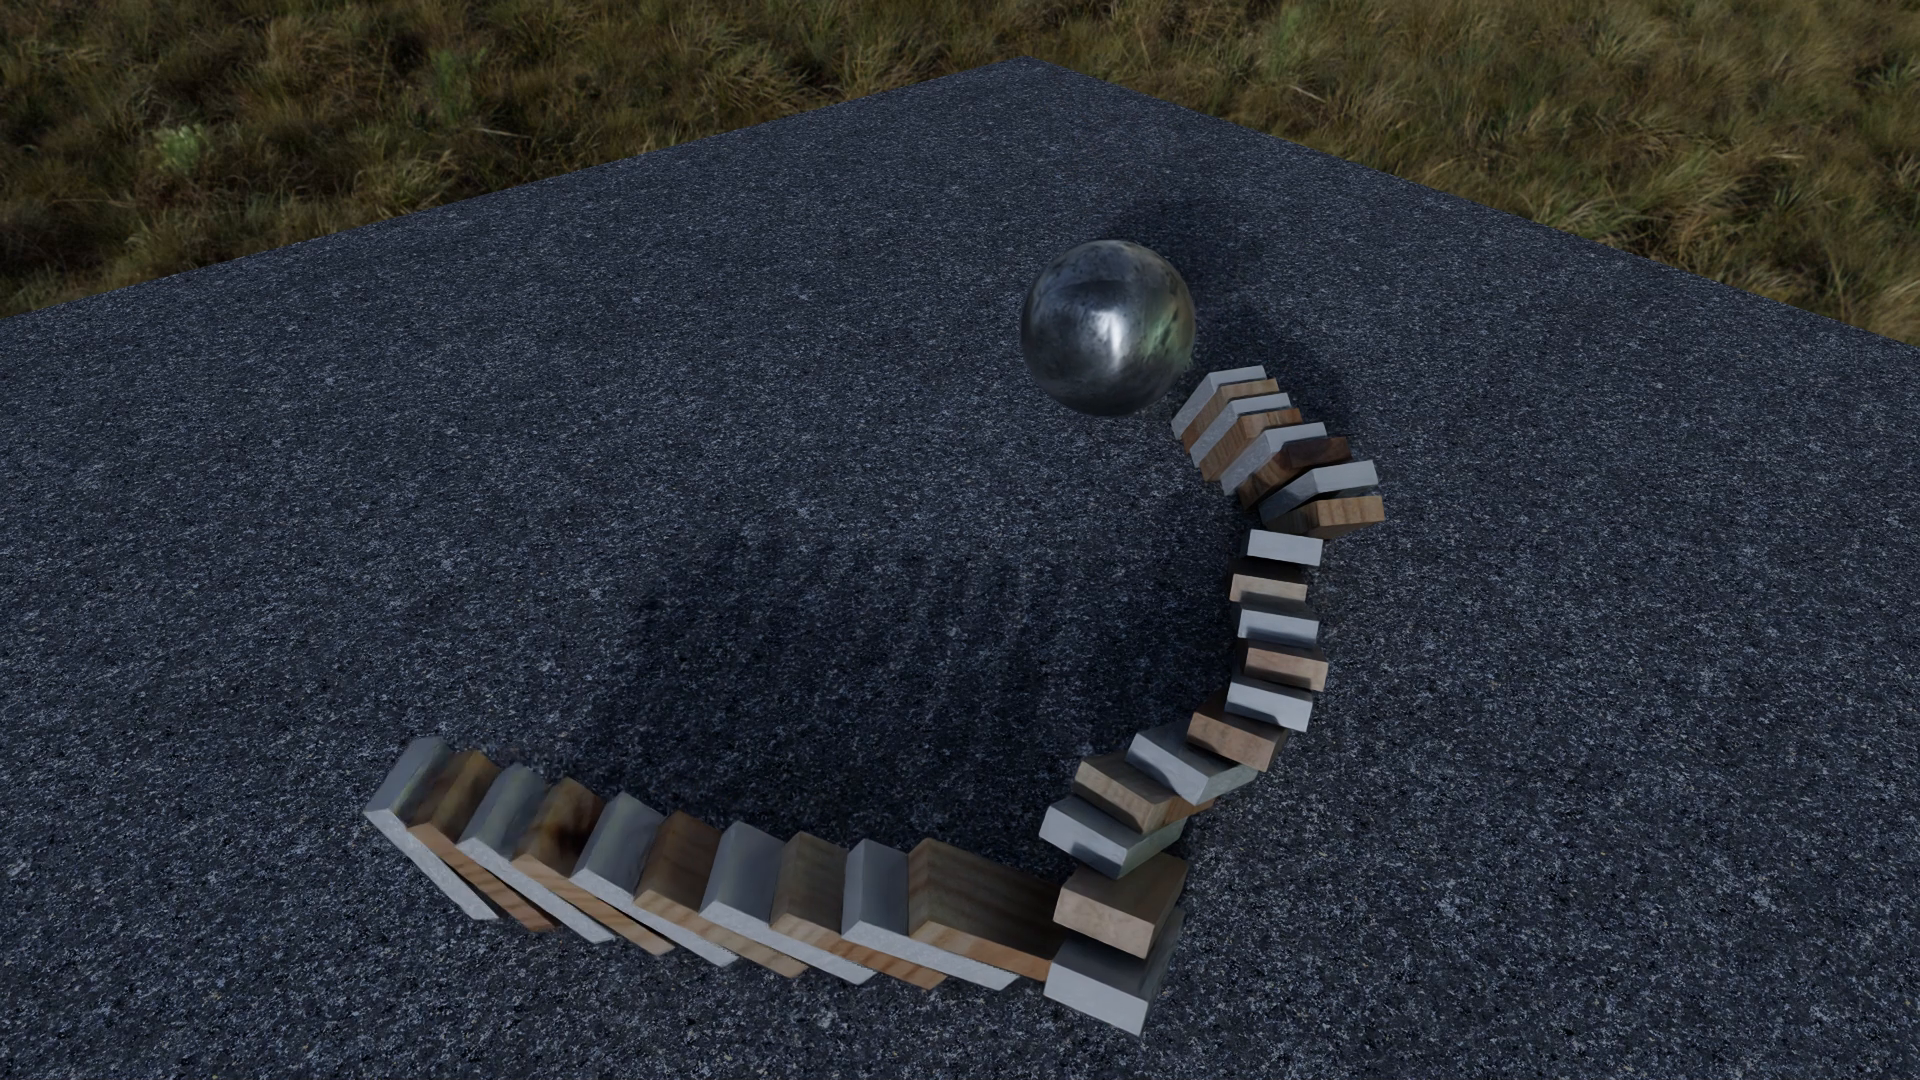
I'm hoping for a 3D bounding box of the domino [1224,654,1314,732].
[{"bbox_3d":[0.102,0.049,0.362,0.025,0.009,0.050,13,8,14],"label":"domino"}]

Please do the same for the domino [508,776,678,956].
[{"bbox_3d":[-0.097,0.091,0.306,0.010,0.050,0.025,-33,26,32],"label":"domino"}]

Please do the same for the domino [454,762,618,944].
[{"bbox_3d":[-0.113,0.088,0.308,0.010,0.050,0.025,-27,29,29],"label":"domino"}]

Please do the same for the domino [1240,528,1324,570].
[{"bbox_3d":[0.120,0.004,0.415,0.025,0.010,0.050,9,-1,11],"label":"domino"}]

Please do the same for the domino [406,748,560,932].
[{"bbox_3d":[-0.128,0.085,0.309,0.010,0.050,0.025,-19,33,25],"label":"domino"}]

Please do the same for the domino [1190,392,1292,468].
[{"bbox_3d":[0.119,-0.046,0.470,0.025,0.050,0.009,-10,73,-11],"label":"domino"}]

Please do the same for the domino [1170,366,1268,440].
[{"bbox_3d":[0.114,-0.060,0.487,0.025,0.050,0.009,-10,73,-11],"label":"domino"}]

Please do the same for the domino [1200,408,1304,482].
[{"bbox_3d":[0.122,-0.039,0.461,0.025,0.050,0.010,-9,74,-10],"label":"domino"}]

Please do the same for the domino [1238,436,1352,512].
[{"bbox_3d":[0.135,-0.026,0.446,0.025,0.050,0.010,-9,74,-11],"label":"domino"}]

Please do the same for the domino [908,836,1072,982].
[{"bbox_3d":[0.010,0.101,0.299,0.050,0.009,0.025,27,34,-23],"label":"domino"}]

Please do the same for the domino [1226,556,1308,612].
[{"bbox_3d":[0.112,0.016,0.404,0.025,0.010,0.050,9,8,11],"label":"domino"}]

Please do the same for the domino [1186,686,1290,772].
[{"bbox_3d":[0.090,0.059,0.350,0.025,0.009,0.050,20,10,21],"label":"domino"}]

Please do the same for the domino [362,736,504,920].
[{"bbox_3d":[-0.142,0.082,0.311,0.009,0.050,0.025,-11,36,20],"label":"domino"}]

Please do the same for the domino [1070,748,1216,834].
[{"bbox_3d":[0.057,0.074,0.332,0.025,0.010,0.050,28,14,33],"label":"domino"}]

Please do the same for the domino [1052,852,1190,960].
[{"bbox_3d":[0.045,0.096,0.303,0.025,0.009,0.050,17,8,20],"label":"domino"}]

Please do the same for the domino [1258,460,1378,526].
[{"bbox_3d":[0.141,-0.018,0.437,0.025,0.050,0.009,-9,78,-11],"label":"domino"}]

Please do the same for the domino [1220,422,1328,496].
[{"bbox_3d":[0.129,-0.033,0.454,0.025,0.050,0.010,-9,74,-11],"label":"domino"}]

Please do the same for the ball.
[{"bbox_3d":[0.068,-0.097,0.506,0.080,0.080,0.080,0,39,0],"label":"ball"}]

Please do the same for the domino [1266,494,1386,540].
[{"bbox_3d":[0.140,-0.007,0.426,0.025,0.050,0.009,-5,83,-6],"label":"domino"}]

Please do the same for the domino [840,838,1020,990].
[{"bbox_3d":[-0.007,0.102,0.299,0.050,0.009,0.025,27,34,-21],"label":"domino"}]

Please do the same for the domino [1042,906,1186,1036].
[{"bbox_3d":[0.042,0.109,0.292,0.025,0.009,0.050,16,13,19],"label":"domino"}]

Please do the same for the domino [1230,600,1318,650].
[{"bbox_3d":[0.111,0.027,0.390,0.025,0.010,0.050,9,7,10],"label":"domino"}]

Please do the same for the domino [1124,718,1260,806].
[{"bbox_3d":[0.074,0.067,0.341,0.025,0.010,0.050,30,15,31],"label":"domino"}]

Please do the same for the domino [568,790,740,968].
[{"bbox_3d":[-0.080,0.094,0.304,0.050,0.009,0.025,38,36,-19],"label":"domino"}]

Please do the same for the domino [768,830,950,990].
[{"bbox_3d":[-0.026,0.101,0.299,0.050,0.009,0.025,29,35,-20],"label":"domino"}]

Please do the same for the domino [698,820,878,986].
[{"bbox_3d":[-0.044,0.099,0.301,0.050,0.010,0.025,32,35,-19],"label":"domino"}]

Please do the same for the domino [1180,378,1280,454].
[{"bbox_3d":[0.117,-0.053,0.479,0.025,0.050,0.009,-10,73,-11],"label":"domino"}]

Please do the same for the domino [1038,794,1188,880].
[{"bbox_3d":[0.046,0.083,0.322,0.025,0.009,0.050,24,12,29],"label":"domino"}]

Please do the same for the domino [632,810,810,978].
[{"bbox_3d":[-0.062,0.097,0.302,0.050,0.009,0.025,34,35,-20],"label":"domino"}]

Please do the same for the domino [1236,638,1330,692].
[{"bbox_3d":[0.109,0.039,0.375,0.025,0.009,0.050,11,8,10],"label":"domino"}]
